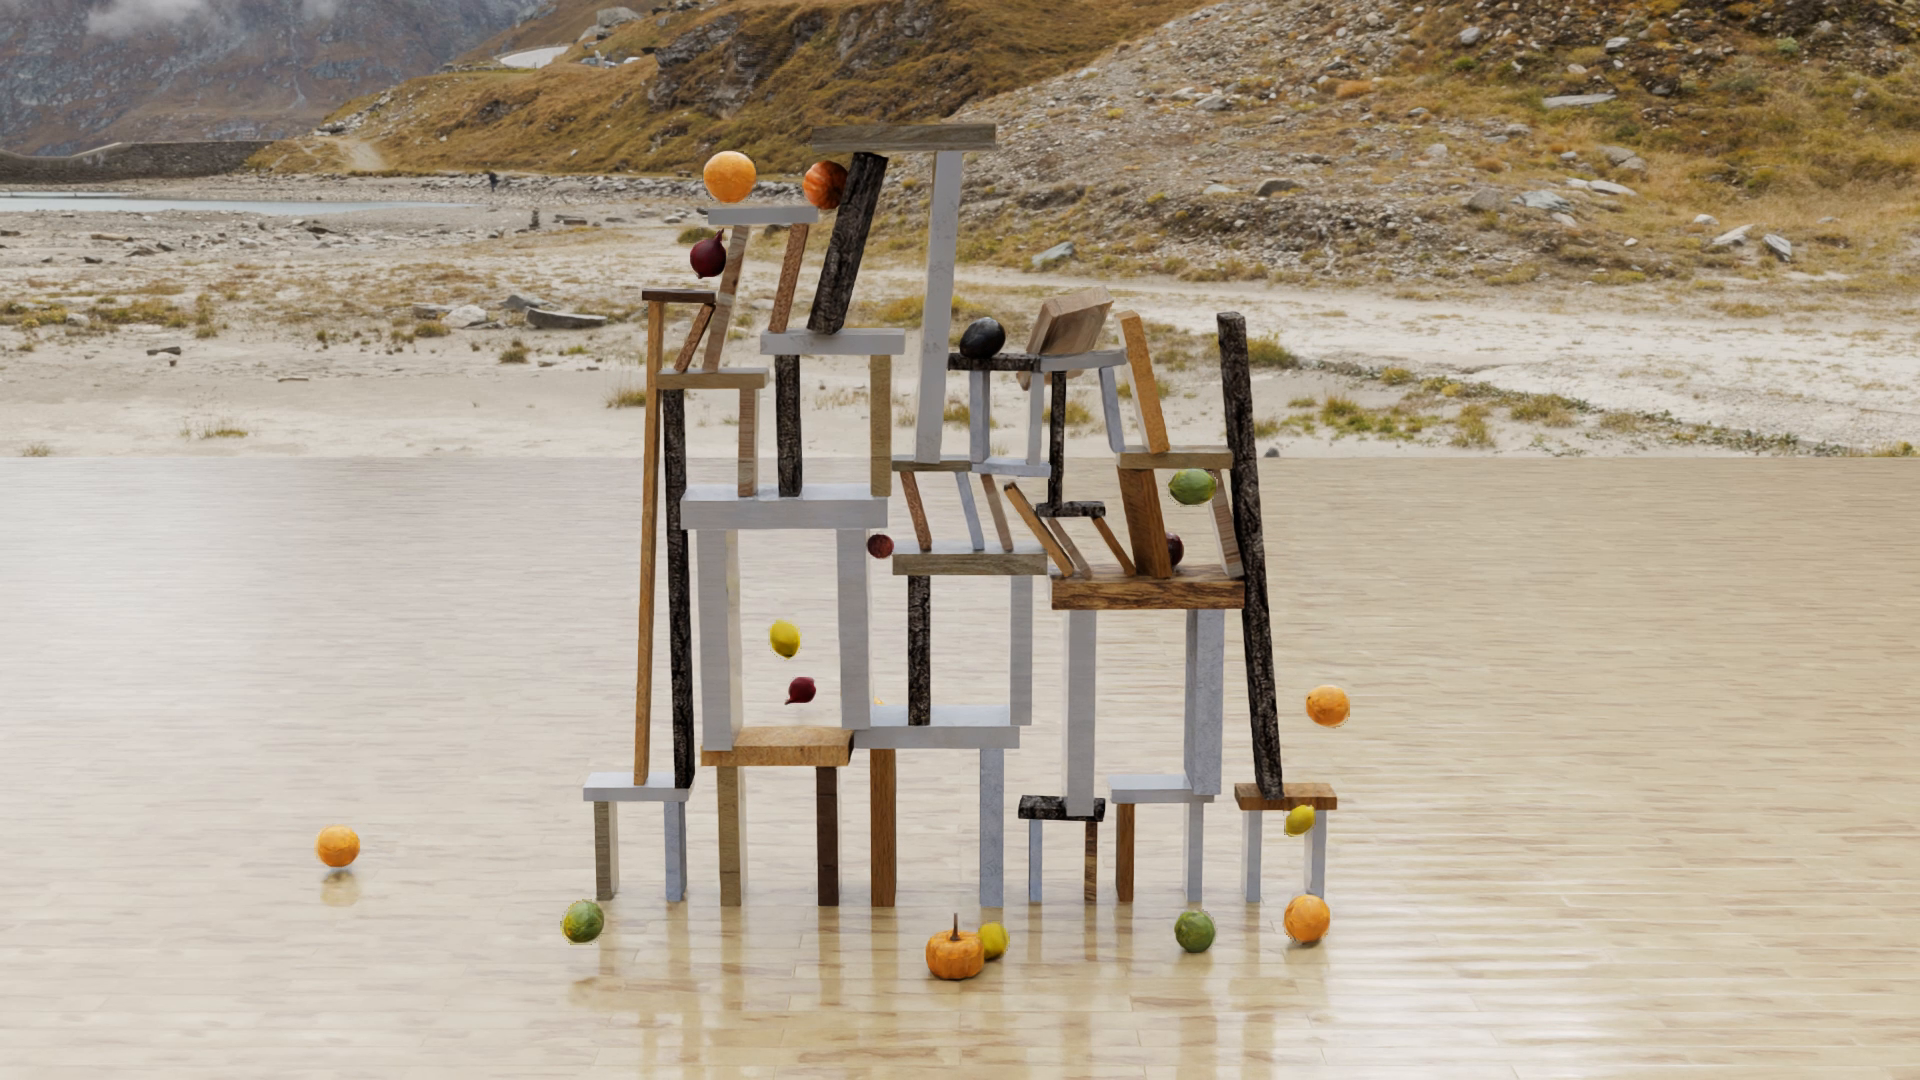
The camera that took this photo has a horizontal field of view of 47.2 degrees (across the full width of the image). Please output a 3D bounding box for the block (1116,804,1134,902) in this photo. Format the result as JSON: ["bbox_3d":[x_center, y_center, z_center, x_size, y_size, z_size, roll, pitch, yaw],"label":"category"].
[{"bbox_3d":[0.274,0.506,3.657,0.024,0.169,0.085,0,11,0],"label":"block"}]

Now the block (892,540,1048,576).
[{"bbox_3d":[0.016,0.028,3.566,0.248,0.035,0.124,0,11,0],"label":"block"}]

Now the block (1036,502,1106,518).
[{"bbox_3d":[0.178,-0.049,3.545,0.109,0.015,0.054,-1,11,0],"label":"block"}]

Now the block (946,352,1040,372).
[{"bbox_3d":[0.051,-0.283,3.491,0.146,0.021,0.073,1,11,-3],"label":"block"}]

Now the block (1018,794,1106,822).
[{"bbox_3d":[0.169,0.444,3.638,0.139,0.020,0.070,1,11,7],"label":"block"}]

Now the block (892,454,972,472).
[{"bbox_3d":[-0.046,-0.124,3.535,0.128,0.018,0.064,0,10,-1],"label":"block"}]

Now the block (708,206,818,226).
[{"bbox_3d":[-0.310,-0.512,3.465,0.171,0.024,0.086,-2,11,-3],"label":"block"}]

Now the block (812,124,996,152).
[{"bbox_3d":[-0.090,-0.628,3.437,0.282,0.040,0.141,-1,11,-3],"label":"block"}]

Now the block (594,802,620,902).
[{"bbox_3d":[-0.588,0.505,3.657,0.024,0.172,0.086,0,11,0],"label":"block"}]

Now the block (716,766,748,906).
[{"bbox_3d":[-0.377,0.472,3.647,0.034,0.239,0.120,0,11,0],"label":"block"}]

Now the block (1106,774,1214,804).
[{"bbox_3d":[0.331,0.411,3.638,0.169,0.024,0.085,0,11,-1],"label":"block"}]

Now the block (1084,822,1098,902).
[{"bbox_3d":[0.217,0.522,3.653,0.020,0.140,0.070,0,11,2],"label":"block"}]

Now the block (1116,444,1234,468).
[{"bbox_3d":[0.342,-0.133,3.525,0.179,0.025,0.090,0,10,-1],"label":"block"}]

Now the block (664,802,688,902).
[{"bbox_3d":[-0.473,0.505,3.657,0.024,0.172,0.086,0,11,0],"label":"block"}]

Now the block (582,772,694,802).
[{"bbox_3d":[-0.530,0.408,3.639,0.172,0.024,0.086,0,11,0],"label":"block"}]

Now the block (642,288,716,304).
[{"bbox_3d":[-0.444,-0.387,3.482,0.114,0.016,0.057,2,11,-3],"label":"block"}]

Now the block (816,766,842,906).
[{"bbox_3d":[-0.217,0.472,3.648,0.034,0.239,0.120,0,11,0],"label":"block"}]

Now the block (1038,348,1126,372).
[{"bbox_3d":[0.193,-0.285,3.497,0.136,0.019,0.068,-5,11,-2],"label":"block"}]

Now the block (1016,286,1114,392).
[{"bbox_3d":[0.167,-0.323,3.550,0.109,0.031,0.218,-17,-24,-20],"label":"block"}]

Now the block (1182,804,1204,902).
[{"bbox_3d":[0.387,0.506,3.657,0.024,0.169,0.085,0,11,0],"label":"block"}]

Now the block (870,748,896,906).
[{"bbox_3d":[-0.127,0.458,3.648,0.038,0.268,0.134,0,11,0],"label":"block"}]

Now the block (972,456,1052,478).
[{"bbox_3d":[0.082,-0.117,3.525,0.126,0.018,0.063,3,11,-1],"label":"block"}]

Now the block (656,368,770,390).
[{"bbox_3d":[-0.393,-0.258,3.509,0.171,0.024,0.086,0,11,1],"label":"block"}]

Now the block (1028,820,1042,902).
[{"bbox_3d":[0.125,0.522,3.654,0.020,0.140,0.070,0,11,0],"label":"block"}]

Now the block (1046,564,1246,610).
[{"bbox_3d":[0.298,0.075,3.577,0.308,0.044,0.154,0,11,-2],"label":"block"}]

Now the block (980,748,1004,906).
[{"bbox_3d":[0.052,0.458,3.647,0.038,0.268,0.134,0,11,0],"label":"block"}]

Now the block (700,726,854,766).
[{"bbox_3d":[-0.299,0.338,3.615,0.239,0.034,0.120,0,11,1],"label":"block"}]

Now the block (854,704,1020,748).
[{"bbox_3d":[-0.037,0.307,3.620,0.268,0.038,0.134,0,11,0],"label":"block"}]

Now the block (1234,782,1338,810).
[{"bbox_3d":[0.537,0.424,3.635,0.158,0.022,0.079,0,10,0],"label":"block"}]

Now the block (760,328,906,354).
[{"bbox_3d":[-0.201,-0.317,3.504,0.226,0.032,0.113,0,11,-1],"label":"block"}]

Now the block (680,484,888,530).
[{"bbox_3d":[-0.280,-0.055,3.547,0.327,0.046,0.163,0,11,-2],"label":"block"}]
